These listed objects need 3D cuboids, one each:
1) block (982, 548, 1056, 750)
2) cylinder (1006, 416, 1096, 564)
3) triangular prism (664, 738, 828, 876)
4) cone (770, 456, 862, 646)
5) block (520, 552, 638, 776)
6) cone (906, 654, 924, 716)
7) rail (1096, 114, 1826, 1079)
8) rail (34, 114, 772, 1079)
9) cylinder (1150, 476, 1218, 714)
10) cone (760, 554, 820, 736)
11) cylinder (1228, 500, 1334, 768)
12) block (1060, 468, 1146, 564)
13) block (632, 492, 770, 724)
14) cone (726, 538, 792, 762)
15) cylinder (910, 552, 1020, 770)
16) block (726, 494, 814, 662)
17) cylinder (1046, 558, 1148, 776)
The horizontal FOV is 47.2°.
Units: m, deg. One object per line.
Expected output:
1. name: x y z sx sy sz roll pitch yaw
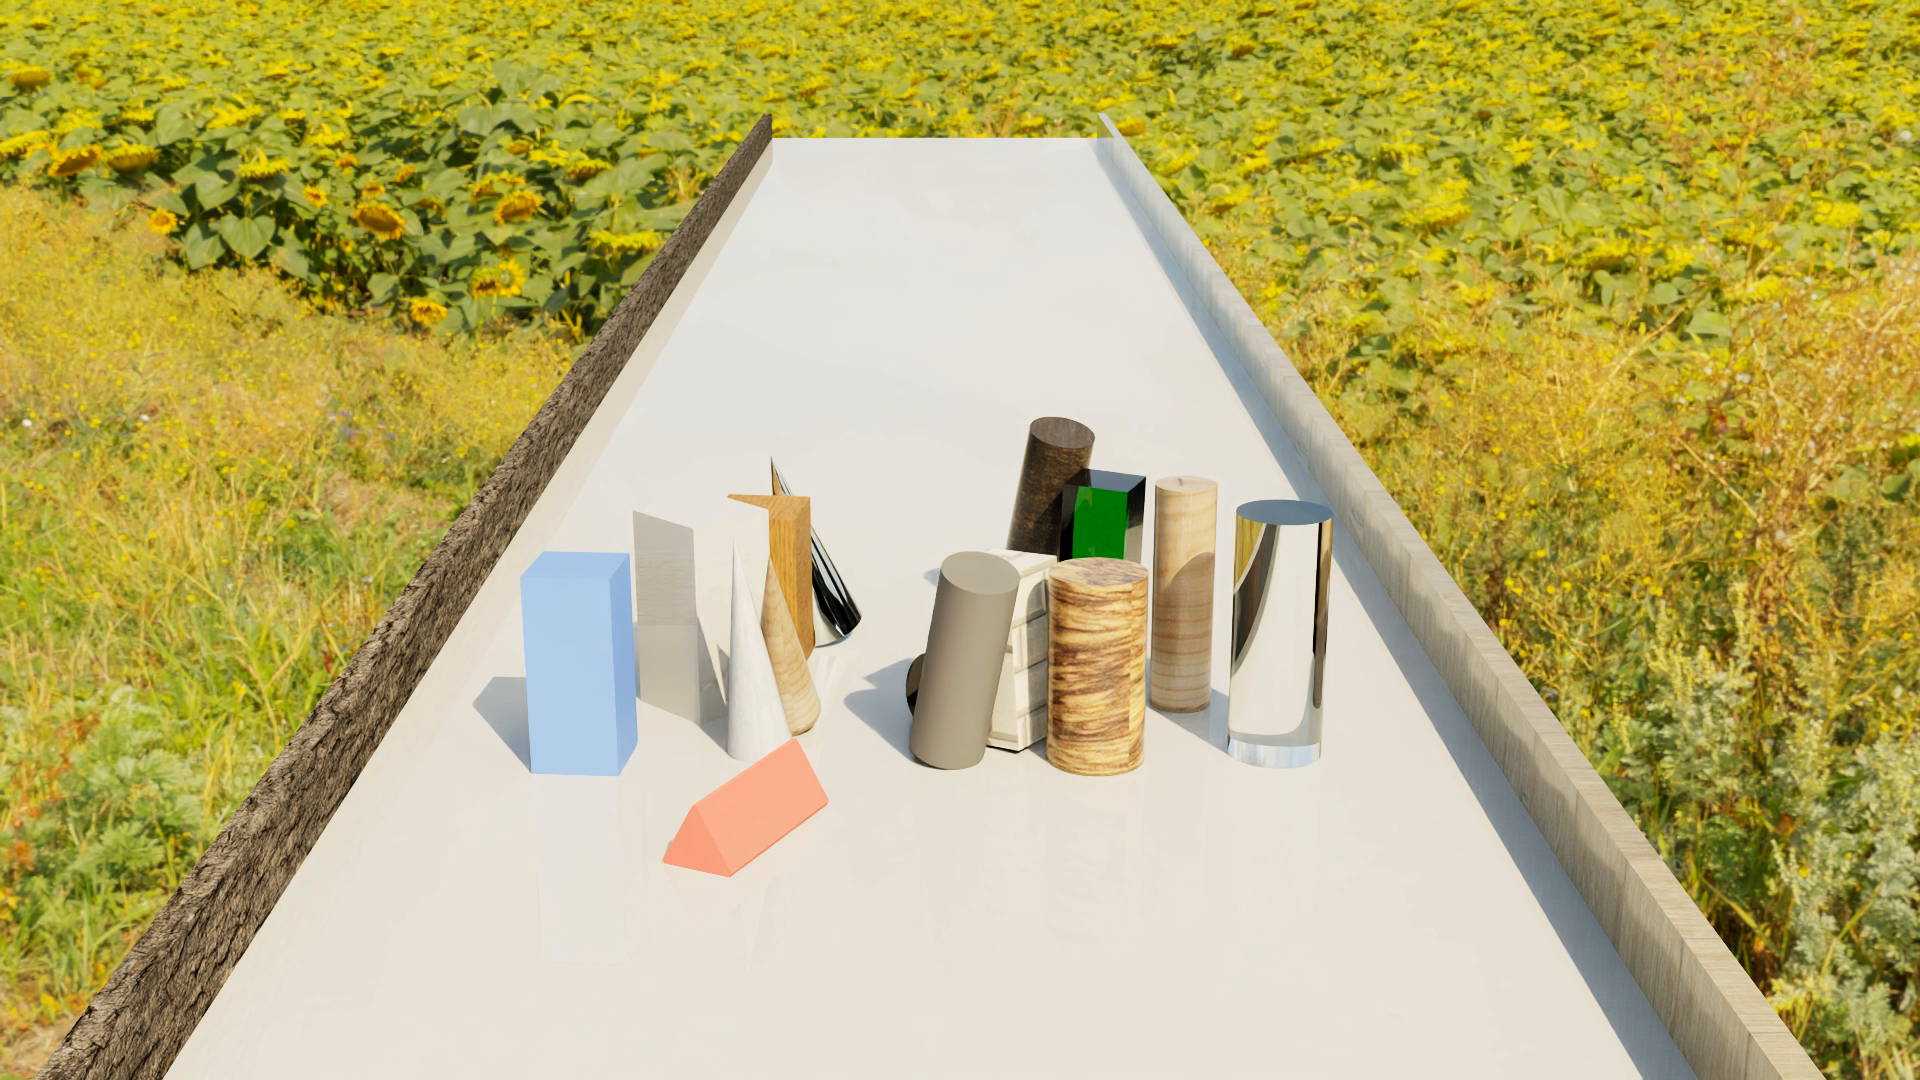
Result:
1. block: 0.080 0.195 3.985 0.149 0.323 0.149 7 17 36
2. cylinder: 0.171 -0.030 4.528 0.134 0.436 0.134 8 30 -5
3. triangular prism: -0.347 0.426 3.593 0.125 0.108 0.317 7 18 25
4. cone: -0.333 0.000 4.459 0.179 0.402 0.179 -11 29 6
5. block: -0.667 0.216 3.866 0.155 0.361 0.155 1 17 4
6. cone: 0.066 0.281 4.164 0.320 0.136 0.136 2 12 -38
7. rail: 0.932 -0.844 7.801 0.050 0.150 12.000 0 17 -1
8. rail: -1.118 -0.838 7.780 0.050 0.150 12.000 0 17 -1
9. cylinder: 0.418 0.103 4.125 0.116 0.431 0.116 0 17 0
10. cone: -0.326 0.168 3.917 0.136 0.410 0.136 0 45 0
11. cylinder: 0.564 0.165 3.889 0.168 0.446 0.168 0 17 0
12. block: 0.279 0.057 4.386 0.131 0.366 0.131 8 18 19
13. block: -0.482 0.125 4.143 0.178 0.378 0.178 16 23 42
14. cone: -0.374 0.179 3.868 0.121 0.418 0.121 -4 24 2
15. cylinder: 0.006 0.211 3.828 0.137 0.368 0.137 8 31 -5
16. block: -0.389 0.089 4.360 0.165 0.322 0.165 2 18 6
17. cylinder: 0.241 0.221 3.874 0.175 0.346 0.175 0 16 0
